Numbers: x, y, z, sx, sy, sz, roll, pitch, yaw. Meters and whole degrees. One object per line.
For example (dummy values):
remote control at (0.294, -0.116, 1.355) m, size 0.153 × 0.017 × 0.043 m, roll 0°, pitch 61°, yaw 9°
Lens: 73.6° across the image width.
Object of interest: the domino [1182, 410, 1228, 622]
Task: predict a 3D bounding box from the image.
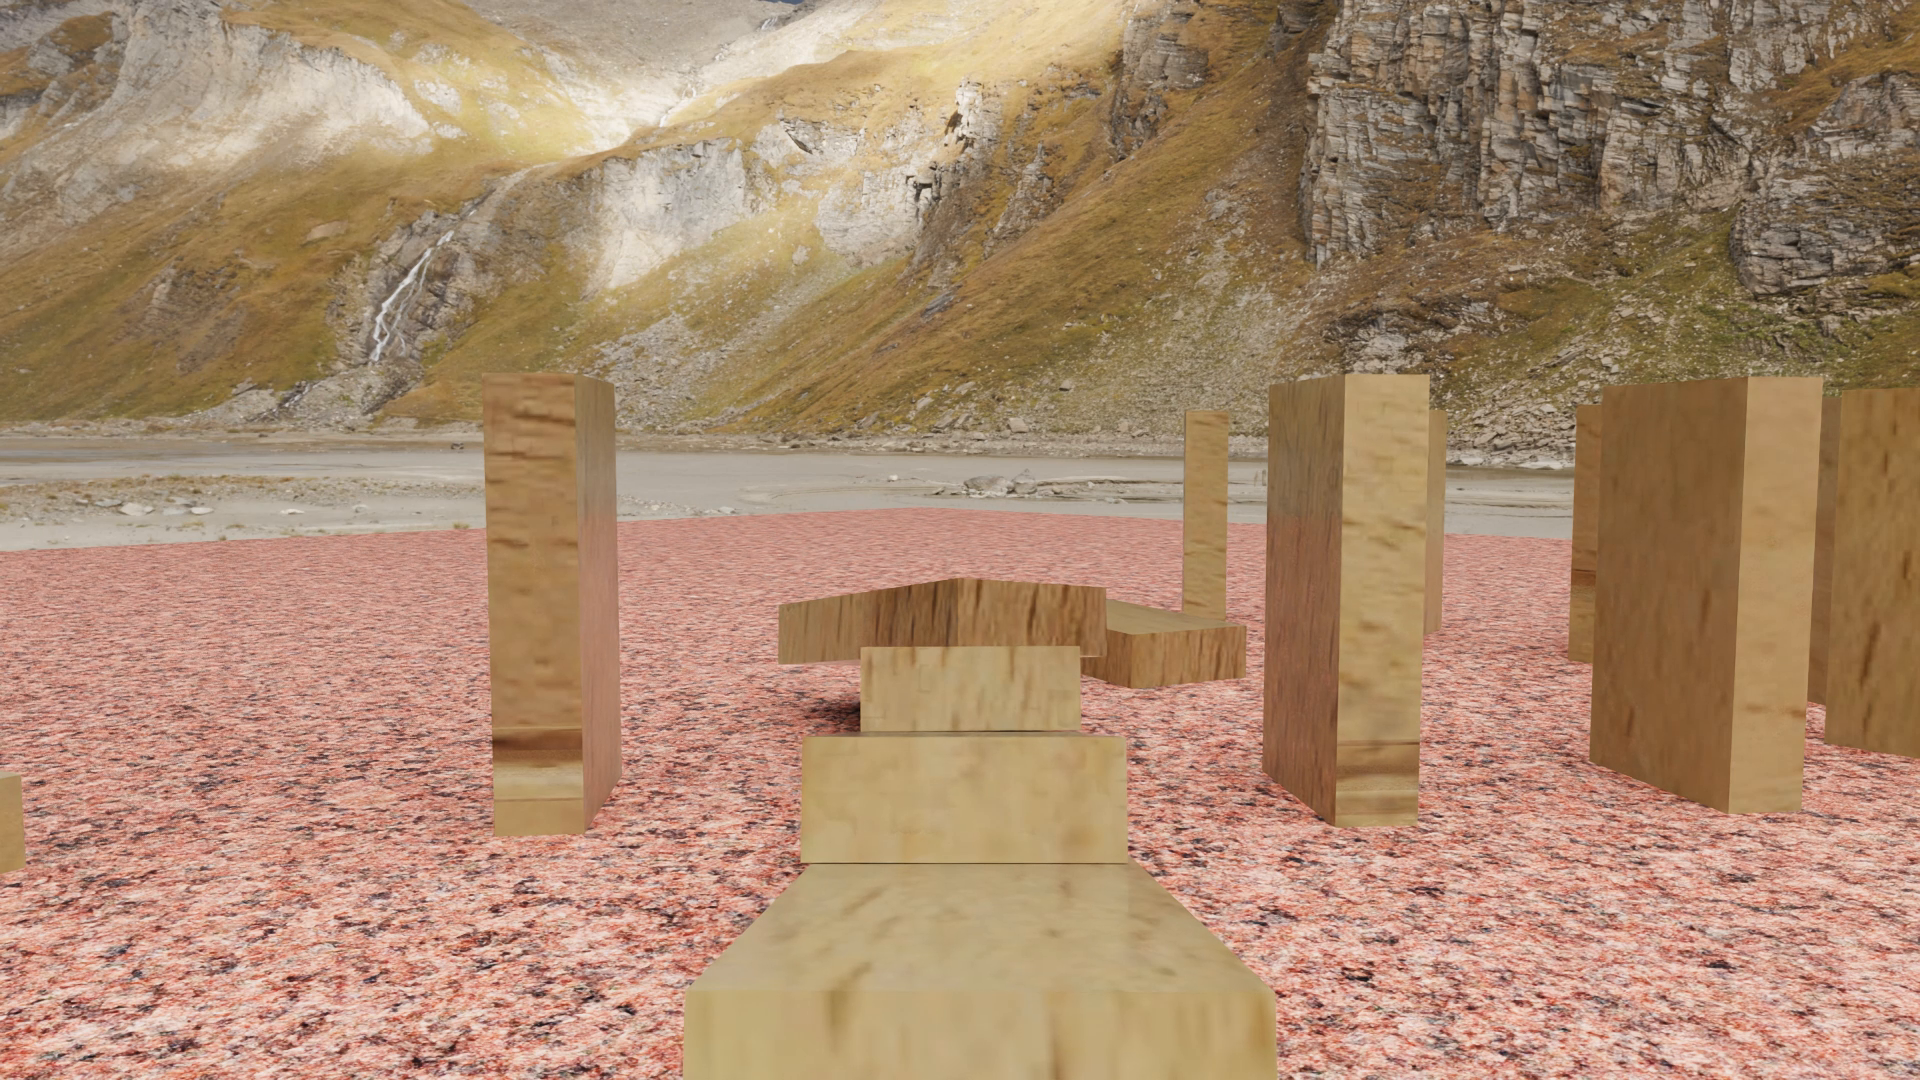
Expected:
domino at (0.058, -0.005, 0.305) m, size 0.009 × 0.050 × 0.025 m, roll 1°, pitch 4°, yaw 9°

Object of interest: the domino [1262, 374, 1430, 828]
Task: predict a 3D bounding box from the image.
domino at (0.045, 0.006, 0.153) m, size 0.010 × 0.050 × 0.025 m, roll 0°, pitch 4°, yaw -5°

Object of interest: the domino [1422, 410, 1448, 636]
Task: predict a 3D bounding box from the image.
domino at (0.100, -0.004, 0.286) m, size 0.009 × 0.050 × 0.025 m, roll 3°, pitch 5°, yaw 36°

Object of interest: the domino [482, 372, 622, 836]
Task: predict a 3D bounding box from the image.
domino at (-0.047, 0.006, 0.150) m, size 0.009 × 0.050 × 0.025 m, roll 0°, pitch 4°, yaw -6°

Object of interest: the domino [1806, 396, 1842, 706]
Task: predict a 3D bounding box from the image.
domino at (0.152, 0.002, 0.213) m, size 0.025 × 0.050 × 0.009 m, roll -1°, pitch 4°, yaw -9°

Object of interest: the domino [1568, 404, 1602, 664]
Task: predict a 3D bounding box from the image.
domino at (0.133, -0.002, 0.254) m, size 0.025 × 0.050 × 0.010 m, roll -3°, pitch 5°, yaw -36°

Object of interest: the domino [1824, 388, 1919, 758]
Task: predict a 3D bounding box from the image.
domino at (0.134, 0.005, 0.174) m, size 0.009 × 0.050 × 0.025 m, roll -3°, pitch 5°, yaw -36°

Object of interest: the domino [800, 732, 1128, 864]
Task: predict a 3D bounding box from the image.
domino at (0.000, 0.023, 0.123) m, size 0.025 × 0.009 × 0.050 m, roll 0°, pitch -8°, yaw 0°

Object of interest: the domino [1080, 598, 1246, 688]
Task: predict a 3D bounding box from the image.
domino at (0.030, 0.019, 0.250) m, size 0.025 × 0.010 × 0.050 m, roll -2°, pitch 5°, yaw -27°

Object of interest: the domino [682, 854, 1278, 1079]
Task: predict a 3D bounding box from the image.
domino at (0.001, 0.027, 0.079) m, size 0.025 × 0.010 × 0.050 m, roll 0°, pitch -7°, yaw 0°

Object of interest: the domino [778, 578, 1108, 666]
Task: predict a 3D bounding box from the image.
domino at (-0.004, 0.013, 0.191) m, size 0.025 × 0.009 × 0.050 m, roll 5°, pitch -9°, yaw -35°

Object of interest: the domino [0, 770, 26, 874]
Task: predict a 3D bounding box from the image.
domino at (-0.117, 0.029, 0.112) m, size 0.025 × 0.010 × 0.050 m, roll 2°, pitch 5°, yaw 28°

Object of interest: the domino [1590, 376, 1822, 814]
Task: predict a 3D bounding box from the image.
domino at (0.091, 0.006, 0.159) m, size 0.010 × 0.050 × 0.025 m, roll -1°, pitch 4°, yaw -9°

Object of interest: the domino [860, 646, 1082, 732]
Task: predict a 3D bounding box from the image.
domino at (0.000, 0.020, 0.170) m, size 0.025 × 0.009 × 0.050 m, roll 0°, pitch -7°, yaw -2°
